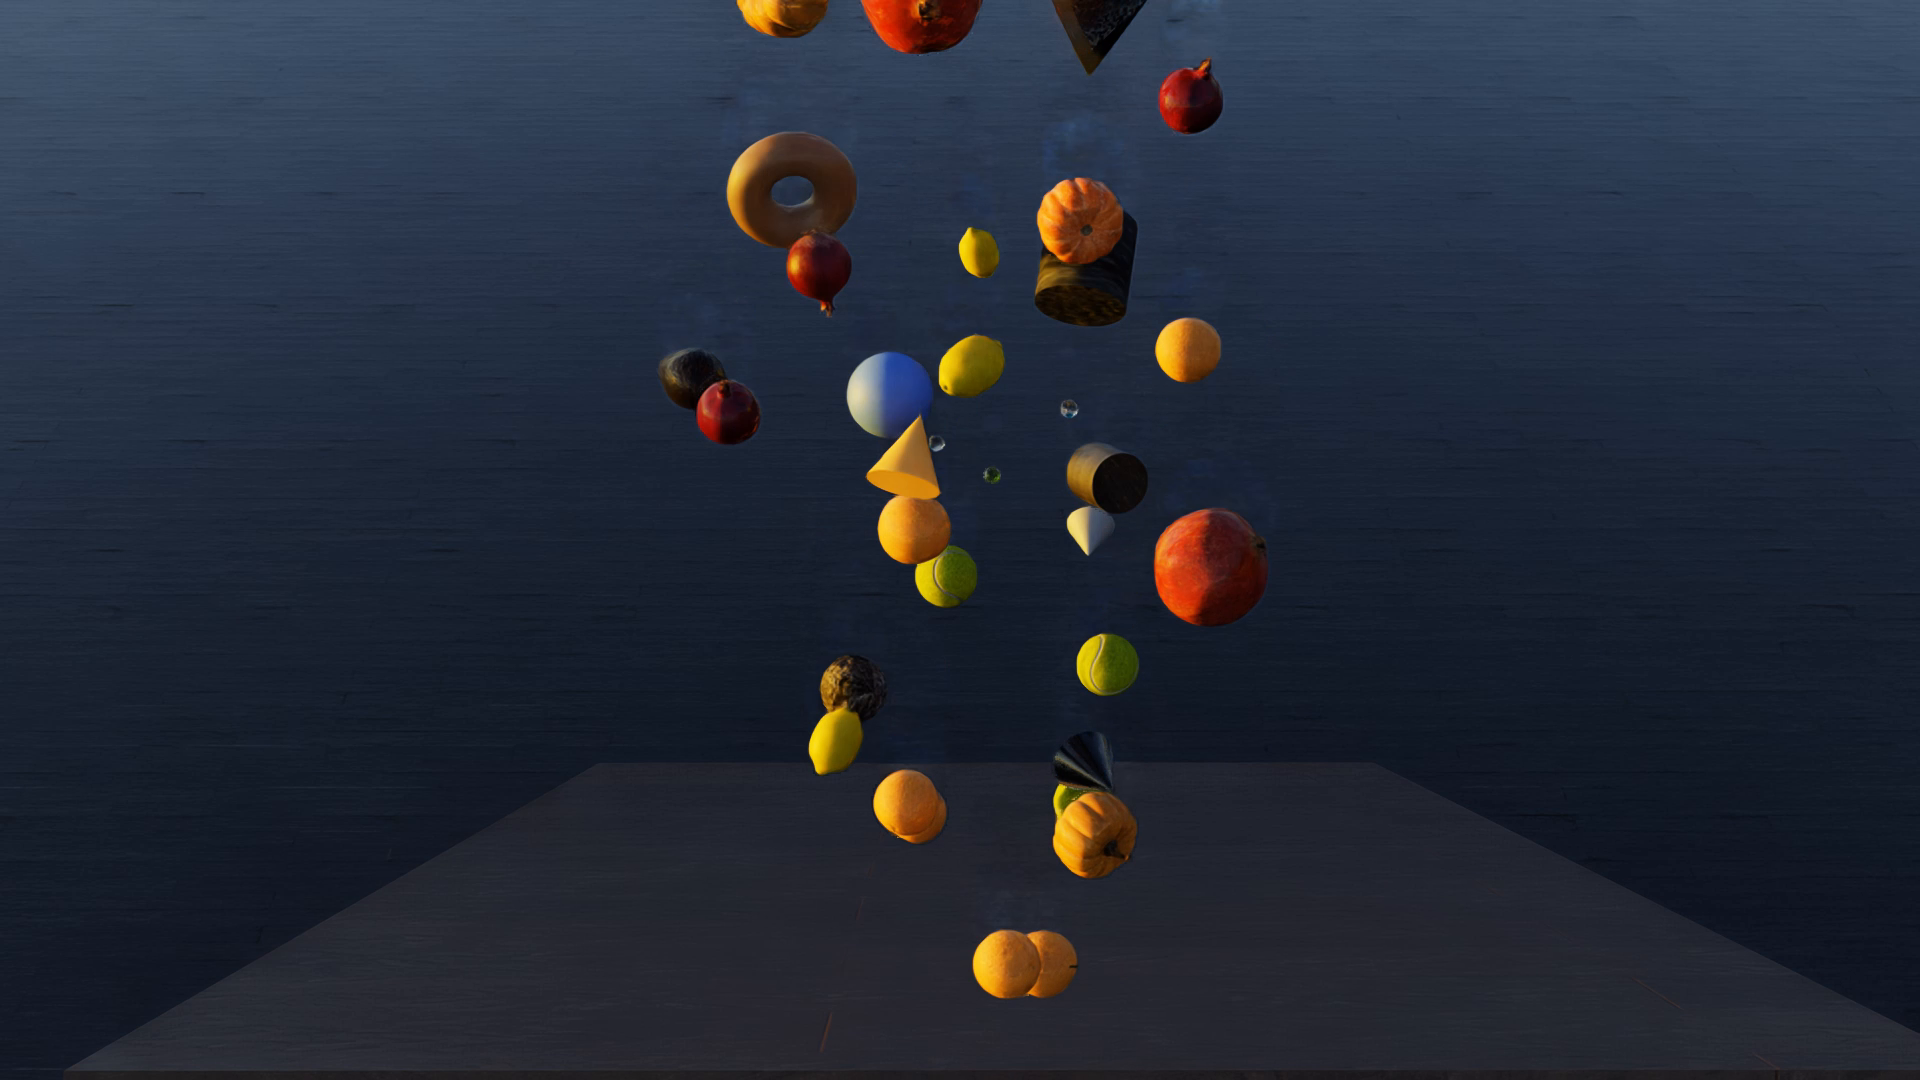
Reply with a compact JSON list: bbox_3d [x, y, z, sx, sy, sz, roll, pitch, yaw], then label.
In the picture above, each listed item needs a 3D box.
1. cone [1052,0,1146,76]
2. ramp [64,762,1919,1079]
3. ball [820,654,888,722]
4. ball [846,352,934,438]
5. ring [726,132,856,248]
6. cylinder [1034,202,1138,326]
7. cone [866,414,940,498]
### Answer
[{"bbox_3d":[0.146,-0.510,2.514,0.088,0.088,0.088,-25,30,9],"label":"cone"},{"bbox_3d":[0.069,0.612,4.685,2.000,0.100,4.000,0,0,0],"label":"ramp"},{"bbox_3d":[-0.109,0.152,2.658,0.070,0.070,0.070,0,31,0],"label":"ball"},{"bbox_3d":[-0.069,-0.143,2.556,0.085,0.085,0.085,0,31,0],"label":"ball"},{"bbox_3d":[-0.162,-0.338,2.506,0.127,0.127,0.042,-5,44,-8],"label":"ring"},{"bbox_3d":[0.124,-0.271,2.545,0.090,0.090,0.090,6,70,10],"label":"cylinder"},{"bbox_3d":[-0.046,-0.087,2.472,0.073,0.073,0.073,9,73,15],"label":"cone"}]
